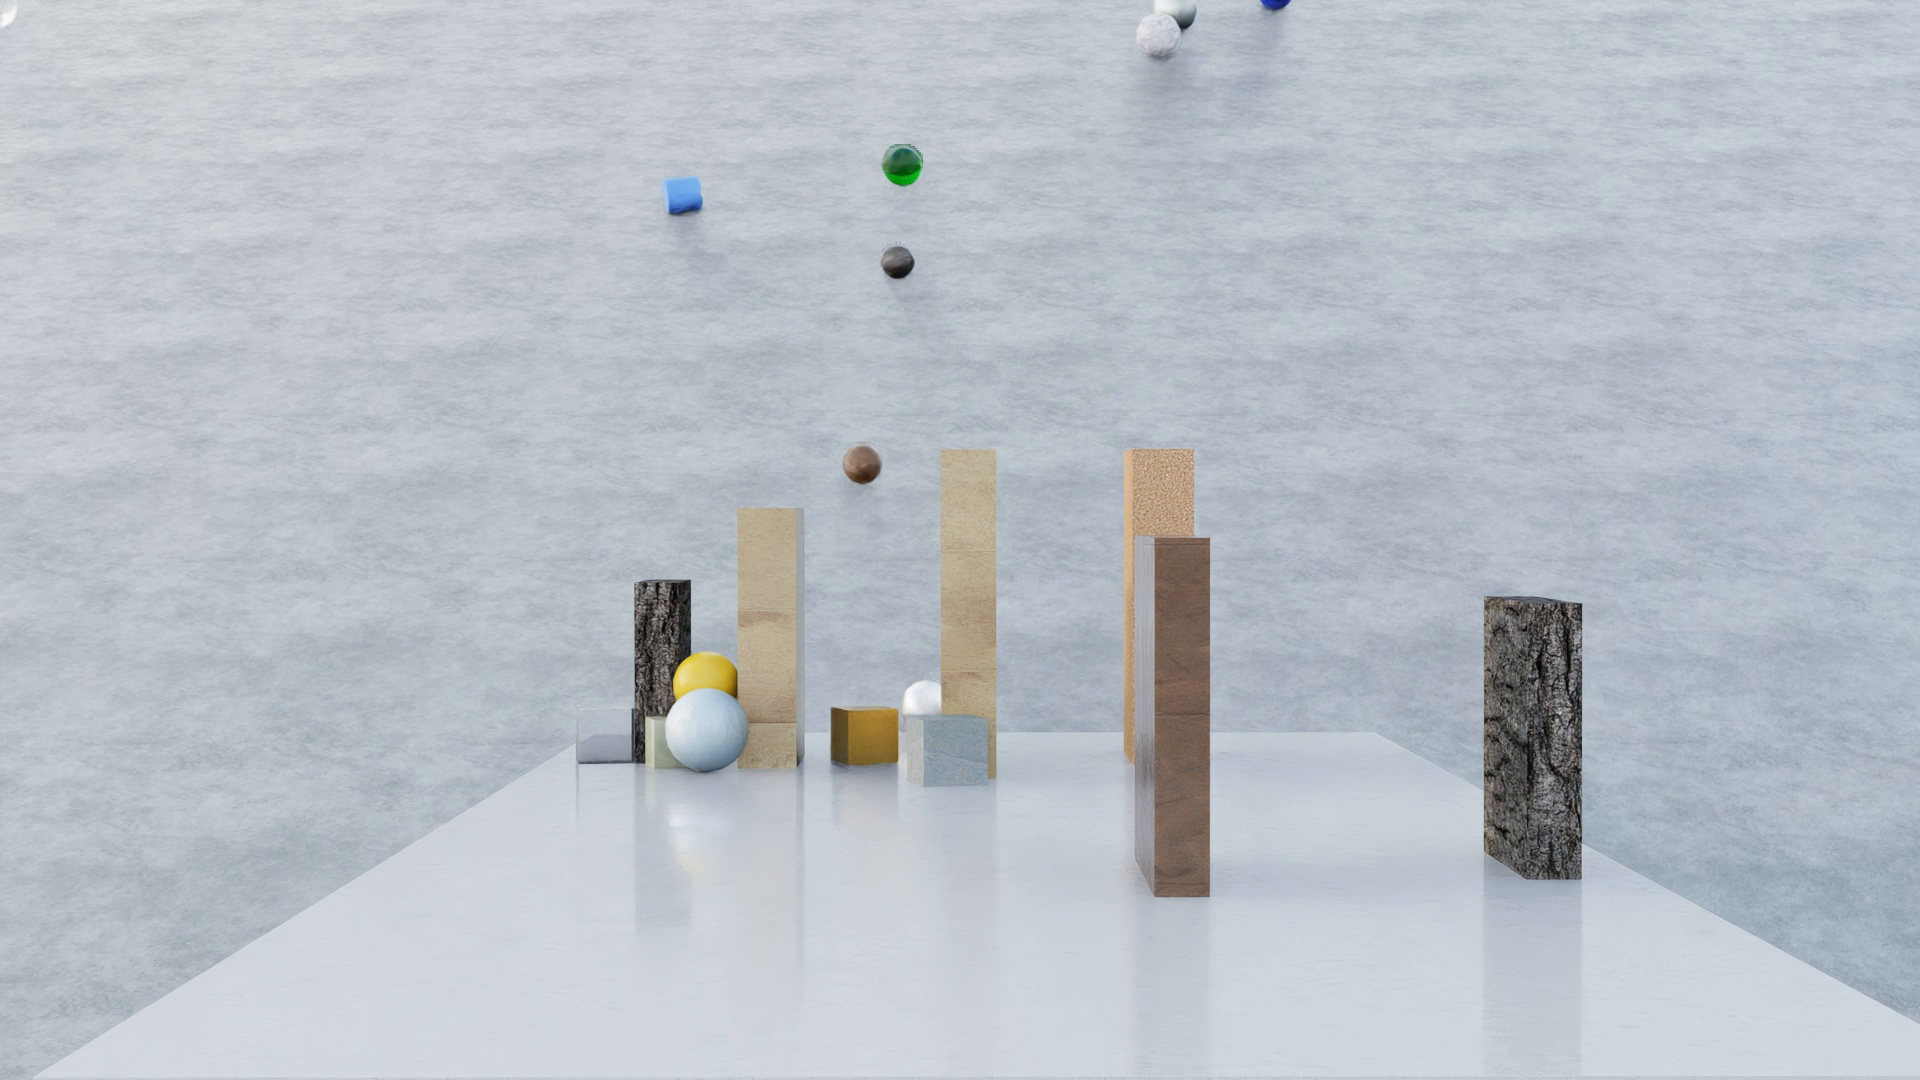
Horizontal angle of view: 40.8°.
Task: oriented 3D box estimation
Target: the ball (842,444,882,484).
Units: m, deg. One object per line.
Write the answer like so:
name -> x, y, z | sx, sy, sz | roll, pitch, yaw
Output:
ball -> -0.304, -0.236, 8.036 | 0.123, 0.123, 0.123 | 0, 28, 0

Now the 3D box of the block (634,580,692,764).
block -> -0.683, 0.298, 5.949 | 0.099, 0.406, 0.278 | 0, 1, 0

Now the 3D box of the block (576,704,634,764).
block -> -0.806, 0.440, 5.861 | 0.124, 0.124, 0.124 | 0, 1, -12

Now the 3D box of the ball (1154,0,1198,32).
ball -> 1.020, -2.509, 12.228 | 0.206, 0.206, 0.206 | 0, 28, 0

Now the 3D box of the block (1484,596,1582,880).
block -> 0.916, 0.309, 4.145 | 0.085, 0.426, 0.327 | 0, 1, 0

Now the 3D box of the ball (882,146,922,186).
ball -> -0.232, -1.504, 10.385 | 0.158, 0.158, 0.158 | 0, 28, 0

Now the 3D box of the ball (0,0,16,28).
ball -> -4.587, -2.529, 12.278 | 0.195, 0.195, 0.195 | 0, 28, 0

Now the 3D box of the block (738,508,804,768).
block -> -0.426, 0.215, 5.849 | 0.129, 0.574, 0.305 | 0, 1, 0

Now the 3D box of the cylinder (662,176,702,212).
cylinder -> -1.089, -1.355, 10.130 | 0.130, 0.130, 0.130 | -8, 29, -13

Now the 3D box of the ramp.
ramp -> 0.063, 0.567, 4.607 | 2.000, 0.100, 4.000 | 0, 1, 0

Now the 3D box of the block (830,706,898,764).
block -> -0.217, 0.441, 5.863 | 0.121, 0.121, 0.121 | 0, 1, -23

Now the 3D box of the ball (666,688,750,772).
ball -> -0.551, 0.414, 5.630 | 0.182, 0.182, 0.182 | 0, 28, 0

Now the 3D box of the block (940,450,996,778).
block -> 0.018, 0.156, 5.618 | 0.118, 0.698, 0.281 | 0, 1, 0

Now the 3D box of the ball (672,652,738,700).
ball -> -0.566, 0.324, 5.776 | 0.151, 0.151, 0.151 | 0, 28, 0

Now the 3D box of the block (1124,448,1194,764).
block -> 0.456, 0.147, 5.945 | 0.138, 0.706, 0.297 | 0, 1, 0

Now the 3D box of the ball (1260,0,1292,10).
ball -> 1.535, -2.673, 12.557 | 0.187, 0.187, 0.187 | 0, 28, 0

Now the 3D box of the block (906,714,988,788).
block -> -0.028, 0.439, 5.396 | 0.137, 0.137, 0.137 | 0, 1, -16

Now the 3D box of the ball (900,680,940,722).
ball -> -0.087, 0.435, 6.743 | 0.137, 0.137, 0.137 | 0, 28, 0

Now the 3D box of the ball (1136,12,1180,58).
ball -> 0.912, -2.316, 11.865 | 0.205, 0.205, 0.205 | 0, 28, 0

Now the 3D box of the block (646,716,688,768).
block -> -0.638, 0.450, 5.755 | 0.107, 0.107, 0.107 | 0, 1, -17

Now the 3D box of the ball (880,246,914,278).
ball -> -0.230, -1.024, 9.521 | 0.122, 0.122, 0.122 | 0, 28, 0

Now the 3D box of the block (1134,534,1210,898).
block -> 0.327, 0.259, 4.014 | 0.082, 0.530, 0.423 | 0, 1, 0
